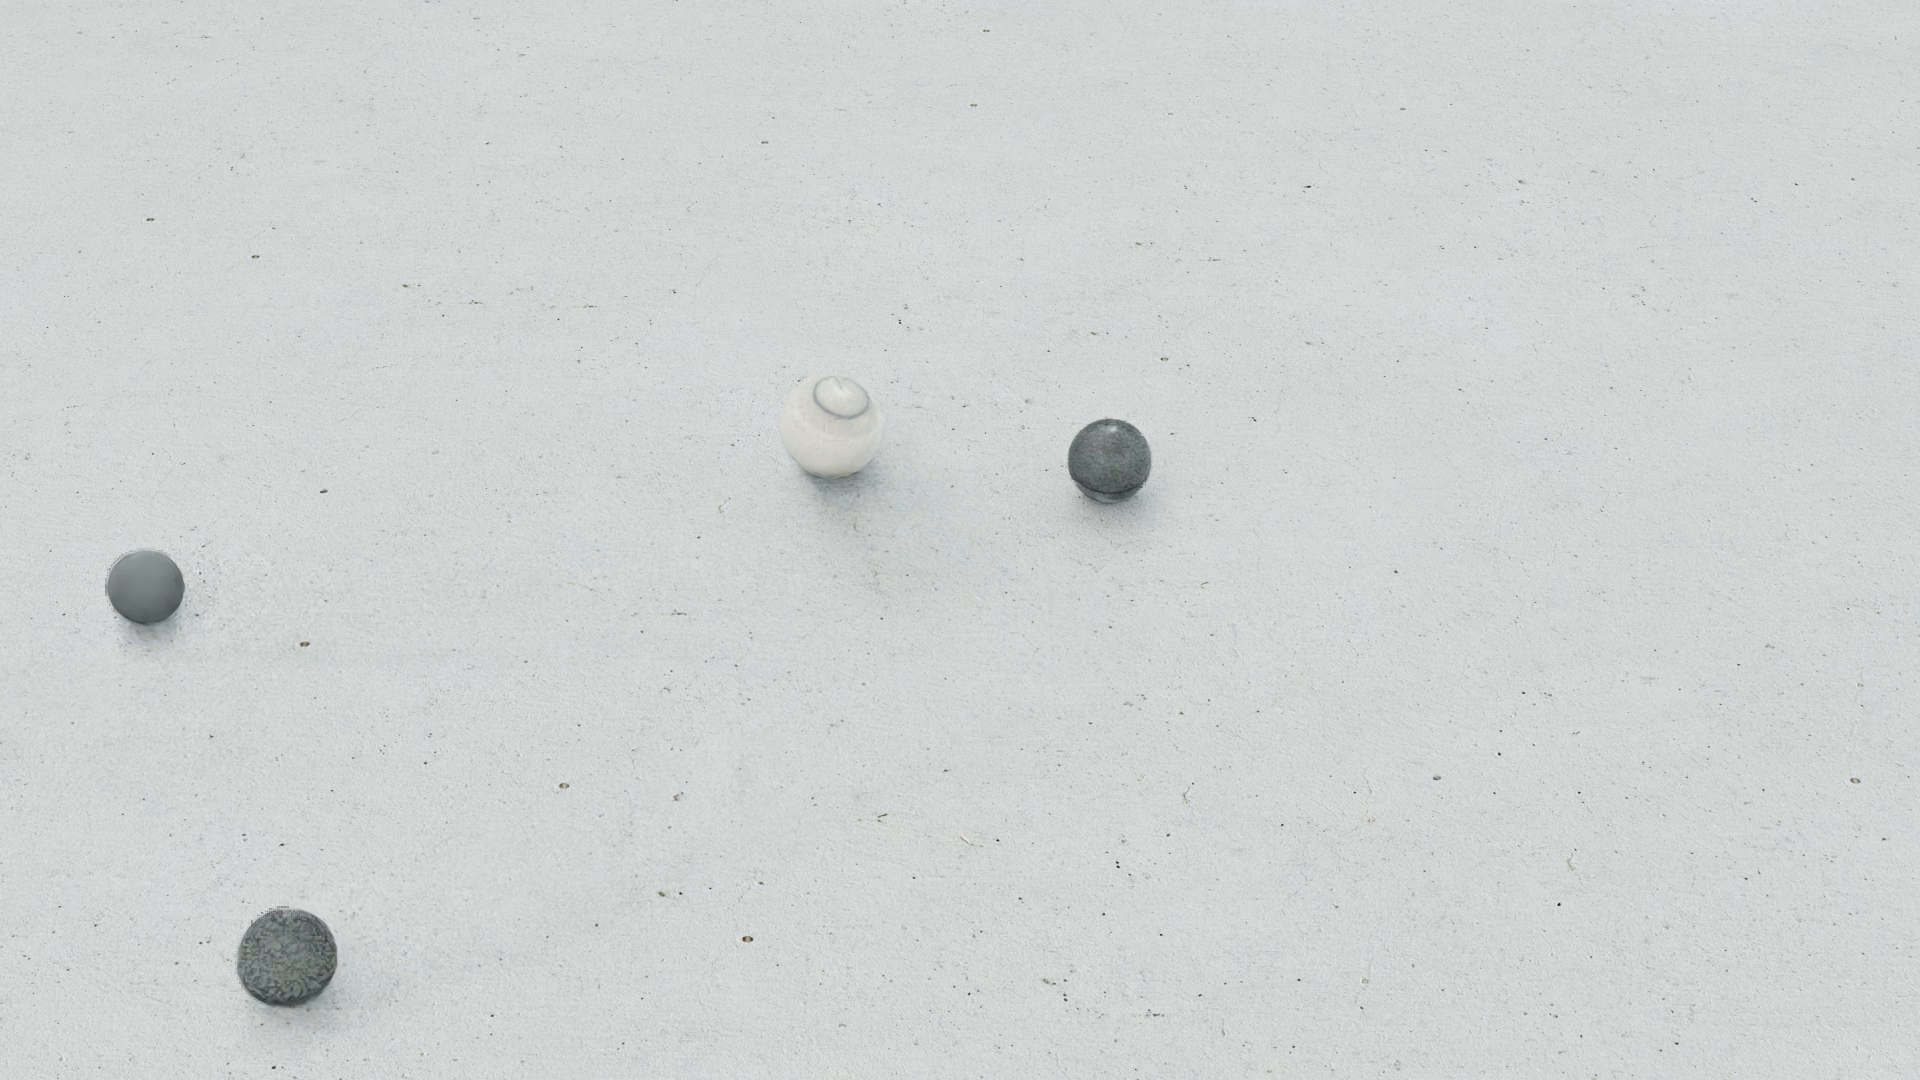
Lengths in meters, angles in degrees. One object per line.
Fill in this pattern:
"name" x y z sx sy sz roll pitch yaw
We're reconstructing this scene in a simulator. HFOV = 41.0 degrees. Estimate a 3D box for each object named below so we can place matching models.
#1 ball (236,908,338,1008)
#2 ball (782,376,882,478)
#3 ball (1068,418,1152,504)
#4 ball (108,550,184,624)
"ball" -0.325 0.202 1.241 0.048 0.048 0.048 0 37 0
"ball" -0.079 -0.070 1.586 0.063 0.063 0.063 0 37 0
"ball" 0.091 -0.048 1.567 0.052 0.052 0.052 0 37 0
"ball" -0.468 0.027 1.475 0.042 0.042 0.042 0 37 0
